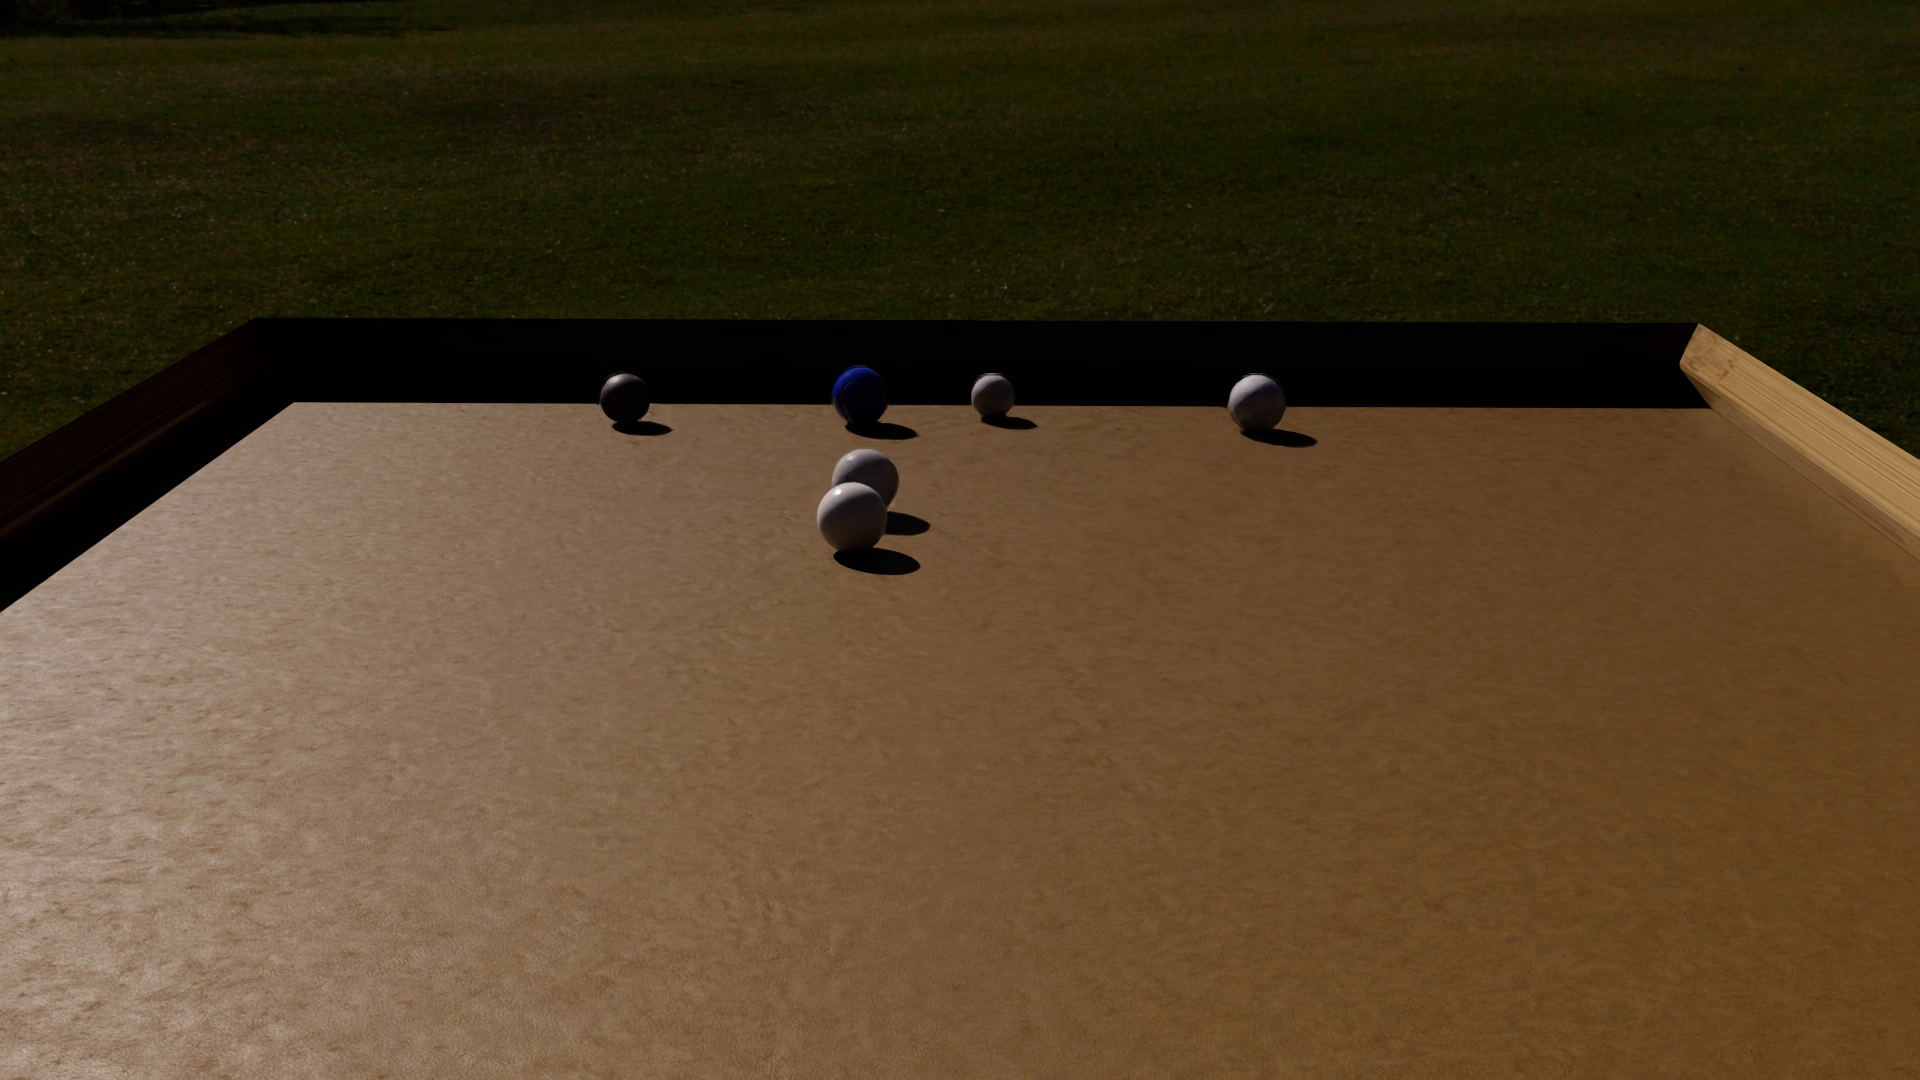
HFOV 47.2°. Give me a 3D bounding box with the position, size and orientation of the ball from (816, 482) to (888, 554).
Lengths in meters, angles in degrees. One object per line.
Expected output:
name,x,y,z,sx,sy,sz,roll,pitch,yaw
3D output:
ball,-0.144,-0.030,2.928,0.095,0.095,0.095,0,16,0

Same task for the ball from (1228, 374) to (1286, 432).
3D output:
ball,0.484,-0.222,3.585,0.093,0.093,0.093,0,16,0

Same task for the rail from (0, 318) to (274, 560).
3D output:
rail,-1.265,0.280,1.819,0.045,0.125,4.331,0,16,1

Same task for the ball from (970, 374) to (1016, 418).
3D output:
ball,0.055,-0.240,3.679,0.074,0.074,0.074,0,16,0

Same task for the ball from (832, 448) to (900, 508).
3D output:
ball,-0.134,-0.082,3.105,0.095,0.095,0.095,0,16,0

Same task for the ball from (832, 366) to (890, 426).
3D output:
ball,-0.164,-0.237,3.631,0.096,0.096,0.096,0,16,0

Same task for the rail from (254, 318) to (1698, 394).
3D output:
rail,0.021,-0.318,3.849,2.535,0.125,0.045,0,16,1

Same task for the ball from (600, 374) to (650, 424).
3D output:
ball,-0.555,-0.234,3.644,0.083,0.083,0.083,0,16,0

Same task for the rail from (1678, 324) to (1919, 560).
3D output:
rail,1.222,0.294,1.772,0.045,0.125,4.331,0,16,1
